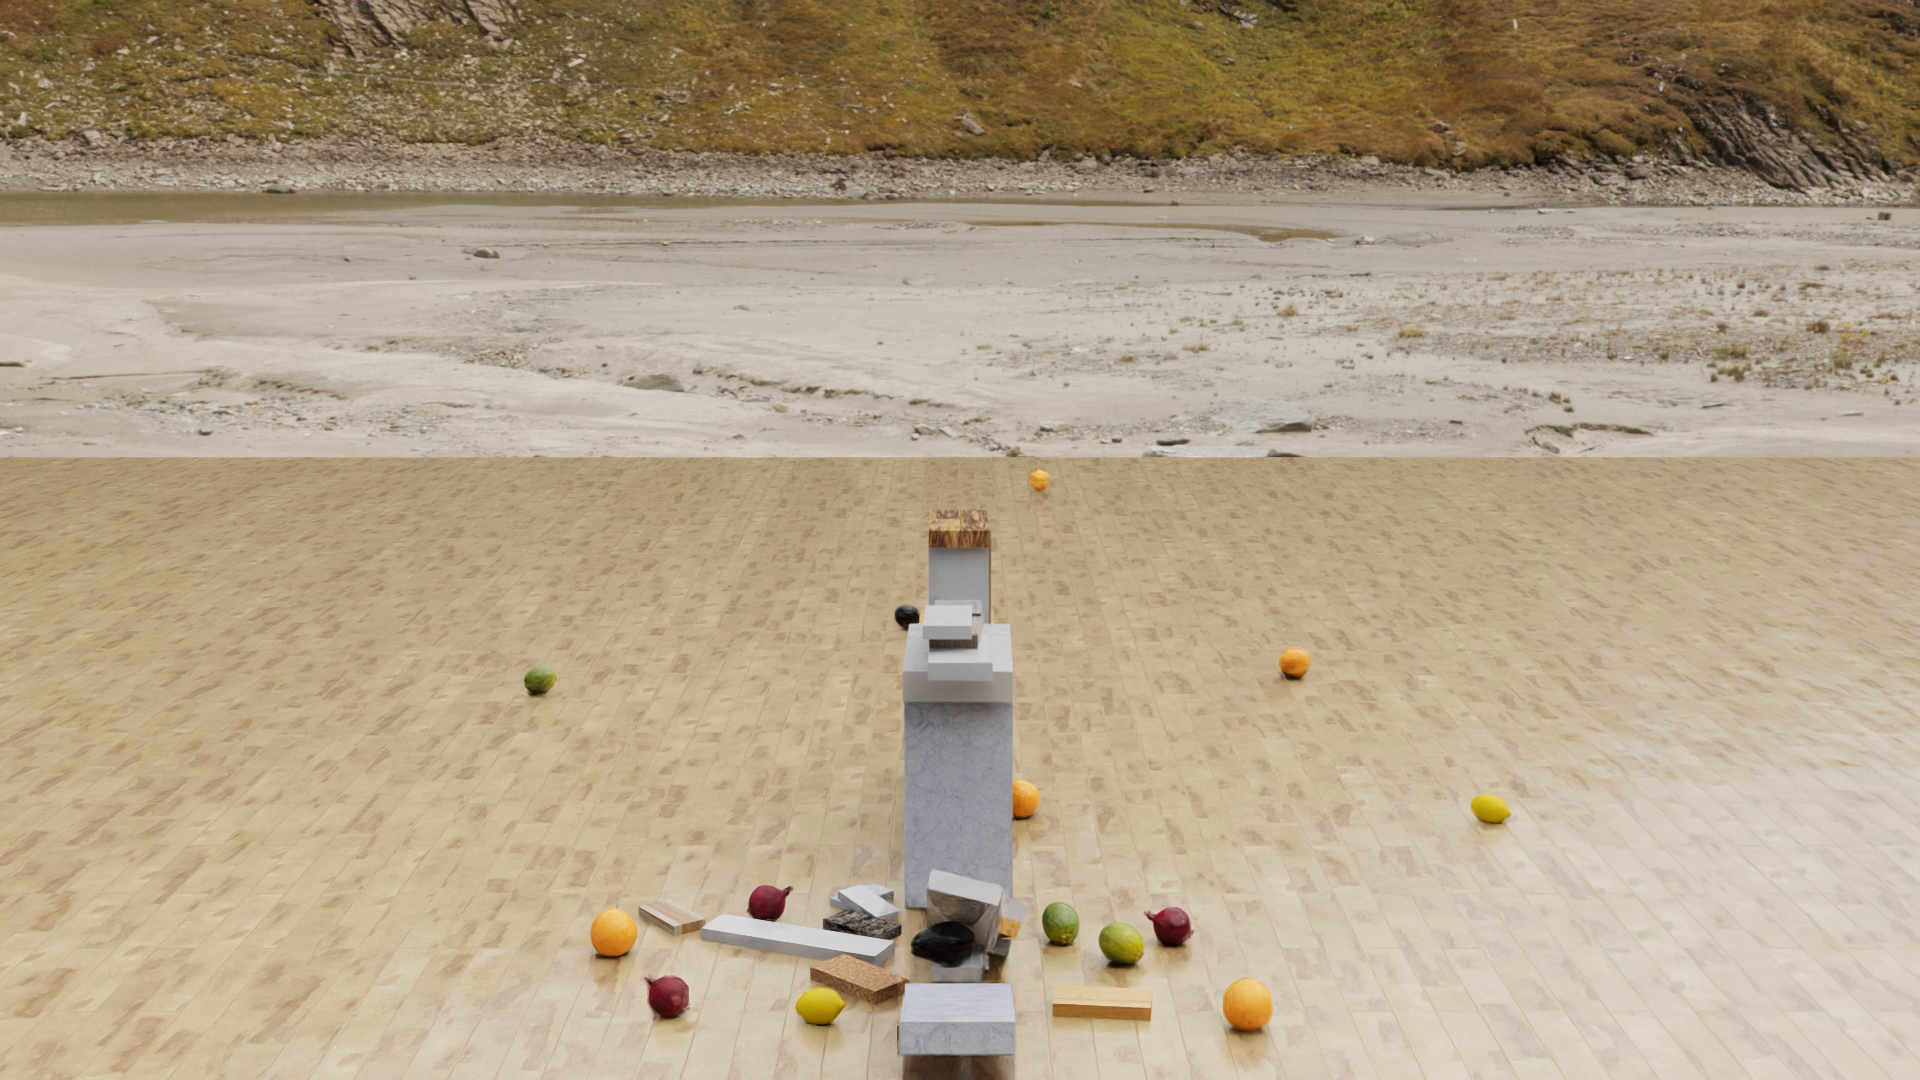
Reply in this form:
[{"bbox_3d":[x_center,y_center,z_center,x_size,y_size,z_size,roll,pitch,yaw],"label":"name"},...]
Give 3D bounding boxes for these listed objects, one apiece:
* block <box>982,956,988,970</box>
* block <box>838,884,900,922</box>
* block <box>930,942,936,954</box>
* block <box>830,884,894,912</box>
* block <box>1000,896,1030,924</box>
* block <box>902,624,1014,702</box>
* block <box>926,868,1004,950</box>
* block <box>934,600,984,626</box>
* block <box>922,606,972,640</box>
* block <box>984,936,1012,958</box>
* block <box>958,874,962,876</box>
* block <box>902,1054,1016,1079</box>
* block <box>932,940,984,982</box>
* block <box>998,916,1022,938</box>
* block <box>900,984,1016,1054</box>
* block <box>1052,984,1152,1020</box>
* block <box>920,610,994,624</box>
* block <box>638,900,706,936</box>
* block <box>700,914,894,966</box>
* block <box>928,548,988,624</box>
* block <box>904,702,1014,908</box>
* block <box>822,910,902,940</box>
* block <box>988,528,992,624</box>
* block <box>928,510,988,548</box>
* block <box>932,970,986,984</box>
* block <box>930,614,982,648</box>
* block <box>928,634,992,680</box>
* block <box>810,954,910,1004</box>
[{"bbox_3d":[0.004,0.629,3.271,0.069,0.020,0.139,0,-10,-3],"label":"block"},{"bbox_3d":[-0.149,0.592,3.570,0.050,0.014,0.099,-8,24,-42],"label":"block"},{"bbox_3d":[-0.017,0.615,3.305,0.058,0.016,0.152,4,-10,0],"label":"block"},{"bbox_3d":[-0.162,0.591,3.627,0.050,0.014,0.099,10,14,43],"label":"block"},{"bbox_3d":[0.042,0.549,3.338,0.101,0.029,0.203,19,-9,-2],"label":"block"},{"bbox_3d":[-0.002,0.202,3.678,0.176,0.050,0.352,0,10,0],"label":"block"},{"bbox_3d":[0.005,0.522,3.099,0.101,0.029,0.203,13,-27,6],"label":"block"},{"bbox_3d":[-0.001,0.126,3.751,0.078,0.022,0.156,0,-10,2],"label":"block"},{"bbox_3d":[-0.020,0.133,3.573,0.078,0.022,0.156,0,10,1],"label":"block"},{"bbox_3d":[0.033,0.603,3.313,0.086,0.024,0.171,16,-9,4],"label":"block"},{"bbox_3d":[0.023,0.563,3.532,0.050,0.014,0.099,39,-5,-8],"label":"block"},{"bbox_3d":[-0.002,0.690,2.844,0.141,0.040,0.282,0,-3,0],"label":"block"},{"bbox_3d":[-0.002,0.602,3.153,0.069,0.020,0.139,0,6,2],"label":"block"},{"bbox_3d":[0.036,0.568,3.277,0.085,0.024,0.171,19,-11,-3],"label":"block"},{"bbox_3d":[-0.002,0.610,2.810,0.141,0.040,0.282,0,-2,0],"label":"block"},{"bbox_3d":[0.207,0.670,3.184,0.140,0.020,0.070,1,11,7],"label":"block"},{"bbox_3d":[-0.006,0.182,4.185,0.143,0.041,0.286,0,11,0],"label":"block"},{"bbox_3d":[-0.463,0.607,3.535,0.058,0.016,0.115,-8,13,-37],"label":"block"},{"bbox_3d":[-0.254,0.625,3.429,0.304,0.020,0.070,5,11,23],"label":"block"},{"bbox_3d":[-0.003,0.164,3.894,0.105,0.318,0.030,0,10,0],"label":"block"},{"bbox_3d":[-0.002,0.423,3.597,0.176,0.352,0.050,0,5,0],"label":"block"},{"bbox_3d":[-0.155,0.614,3.492,0.115,0.016,0.058,8,13,37],"label":"block"},{"bbox_3d":[0.003,0.085,4.023,0.105,0.211,0.030,-1,11,-4],"label":"block"},{"bbox_3d":[-0.003,-0.021,3.933,0.105,0.030,0.211,0,11,0],"label":"block"},{"bbox_3d":[-0.001,0.635,3.177,0.069,0.020,0.139,0,-7,3],"label":"block"},{"bbox_3d":[-0.006,0.150,3.606,0.078,0.022,0.156,1,10,3],"label":"block"},{"bbox_3d":[0.001,0.188,3.538,0.101,0.029,0.202,0,10,1],"label":"block"},{"bbox_3d":[-0.150,0.653,3.274,0.140,0.020,0.070,10,14,43],"label":"block"}]
